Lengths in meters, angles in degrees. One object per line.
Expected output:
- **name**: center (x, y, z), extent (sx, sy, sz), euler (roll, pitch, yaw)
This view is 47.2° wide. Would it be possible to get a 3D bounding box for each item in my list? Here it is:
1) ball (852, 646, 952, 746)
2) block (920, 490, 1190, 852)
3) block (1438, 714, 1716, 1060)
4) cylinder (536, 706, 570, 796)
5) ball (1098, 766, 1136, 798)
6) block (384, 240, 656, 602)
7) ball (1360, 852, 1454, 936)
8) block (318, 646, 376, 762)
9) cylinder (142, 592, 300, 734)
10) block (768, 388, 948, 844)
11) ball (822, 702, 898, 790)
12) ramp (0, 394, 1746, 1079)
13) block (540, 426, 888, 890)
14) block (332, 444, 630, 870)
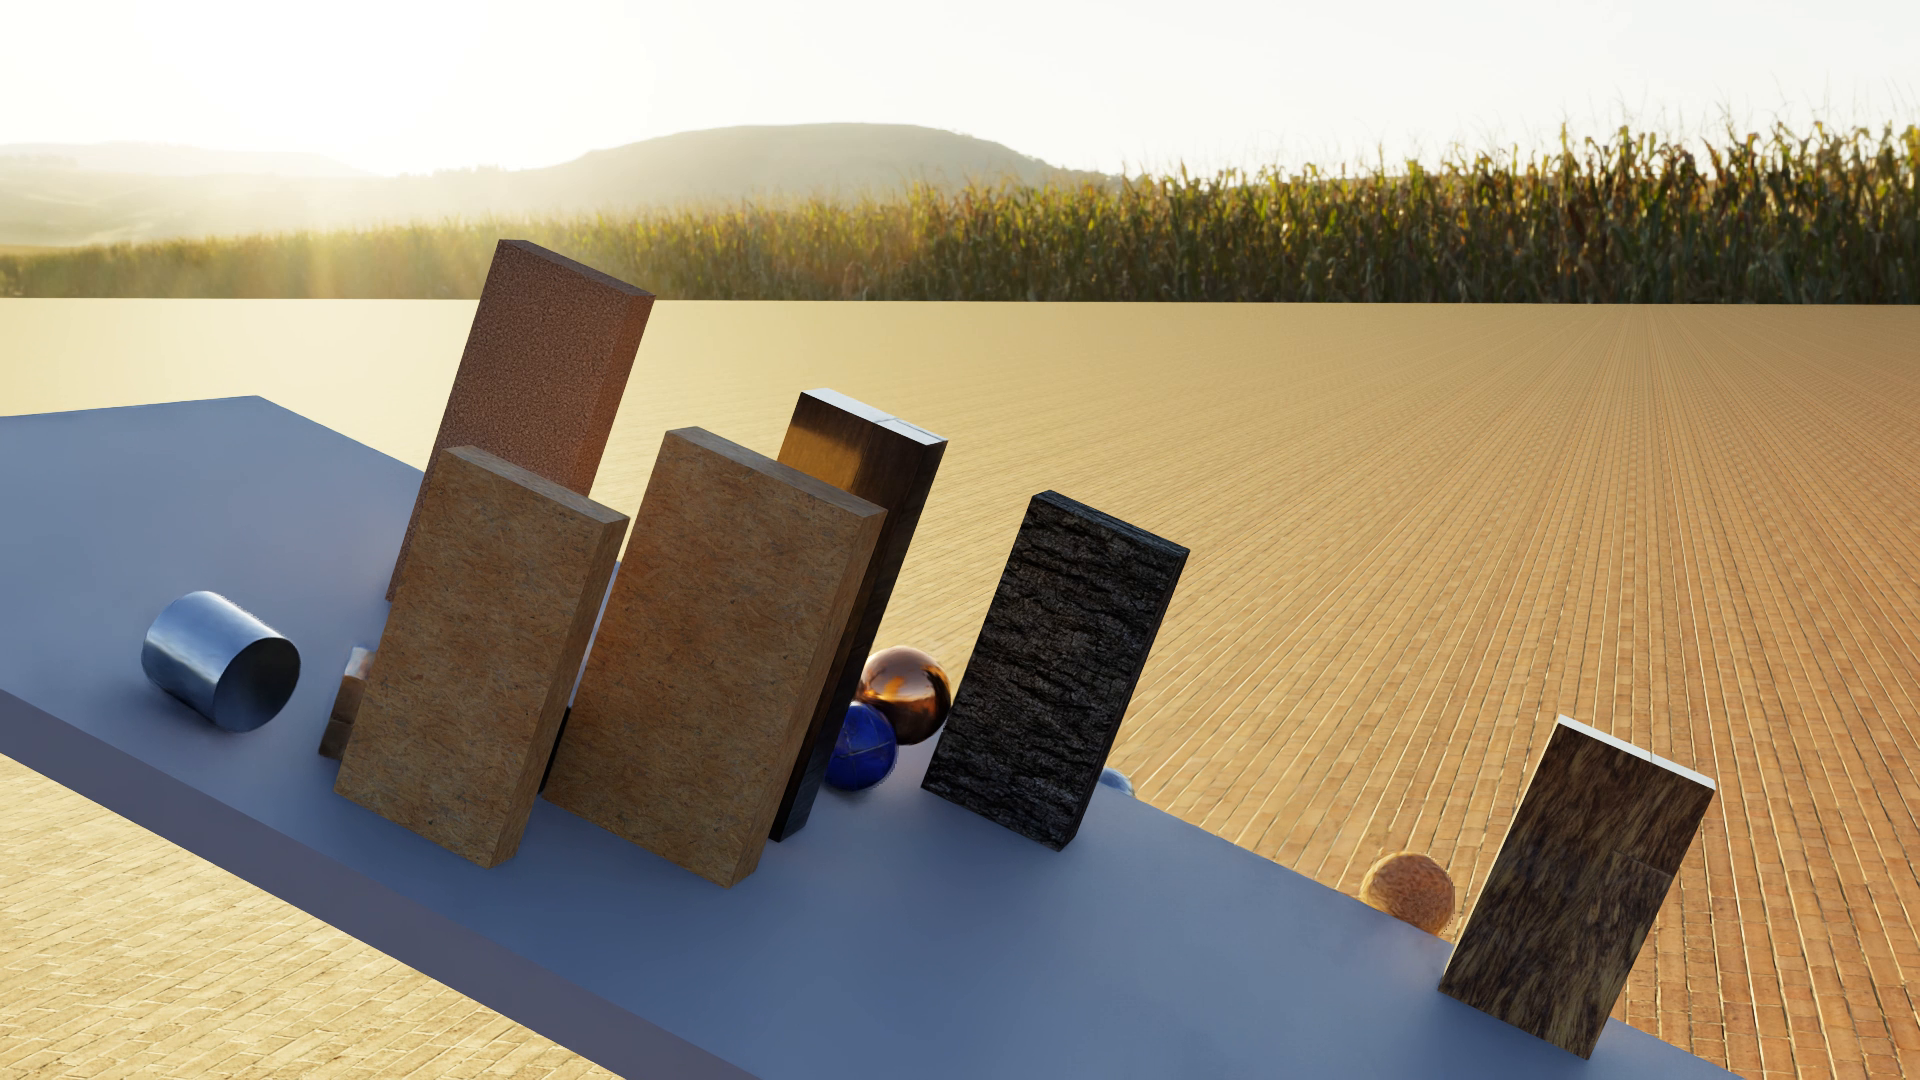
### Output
- **ball**: center (-0.120, 0.322, 4.540), extent (0.208, 0.208, 0.208), euler (0, 7, 0)
- **block**: center (0.195, 0.268, 4.539), extent (0.320, 0.663, 0.139), euler (24, 13, 13)
- **block**: center (1.250, 0.706, 4.476), extent (0.325, 0.618, 0.091), euler (24, 13, 13)
- **cylinder**: center (-0.796, 0.332, 3.792), extent (0.186, 0.186, 0.186), euler (24, 13, 14)
- **ball**: center (0.341, 0.631, 5.304), extent (0.170, 0.170, 0.170), euler (0, 7, 0)
- **block**: center (-0.890, -0.182, 4.433), extent (0.306, 0.782, 0.110), euler (24, 13, 13)
- **ball**: center (1.017, 0.815, 5.005), extent (0.208, 0.208, 0.208), euler (0, 7, 0)
- **block**: center (-0.986, 0.293, 3.738), extent (0.149, 0.149, 0.149), euler (19, 12, -13)
- **cylinder**: center (-1.230, 0.203, 3.661), extent (0.178, 0.178, 0.178), euler (27, 19, 26)
- **block**: center (-0.287, 0.137, 4.028), extent (0.251, 0.789, 0.132), euler (24, 13, 13)
- **ball**: center (-0.215, 0.412, 4.398), extent (0.178, 0.178, 0.178), euler (0, 7, 0)
- **ramp**: center (-0.318, 0.572, 4.202), extent (4.000, 0.100, 2.000), euler (24, 13, 13)
- **block**: center (-0.426, 0.199, 3.773), extent (0.375, 0.692, 0.125), euler (24, 13, 13)
- **block**: center (-0.765, 0.185, 3.501), extent (0.298, 0.600, 0.091), euler (24, 13, 13)
